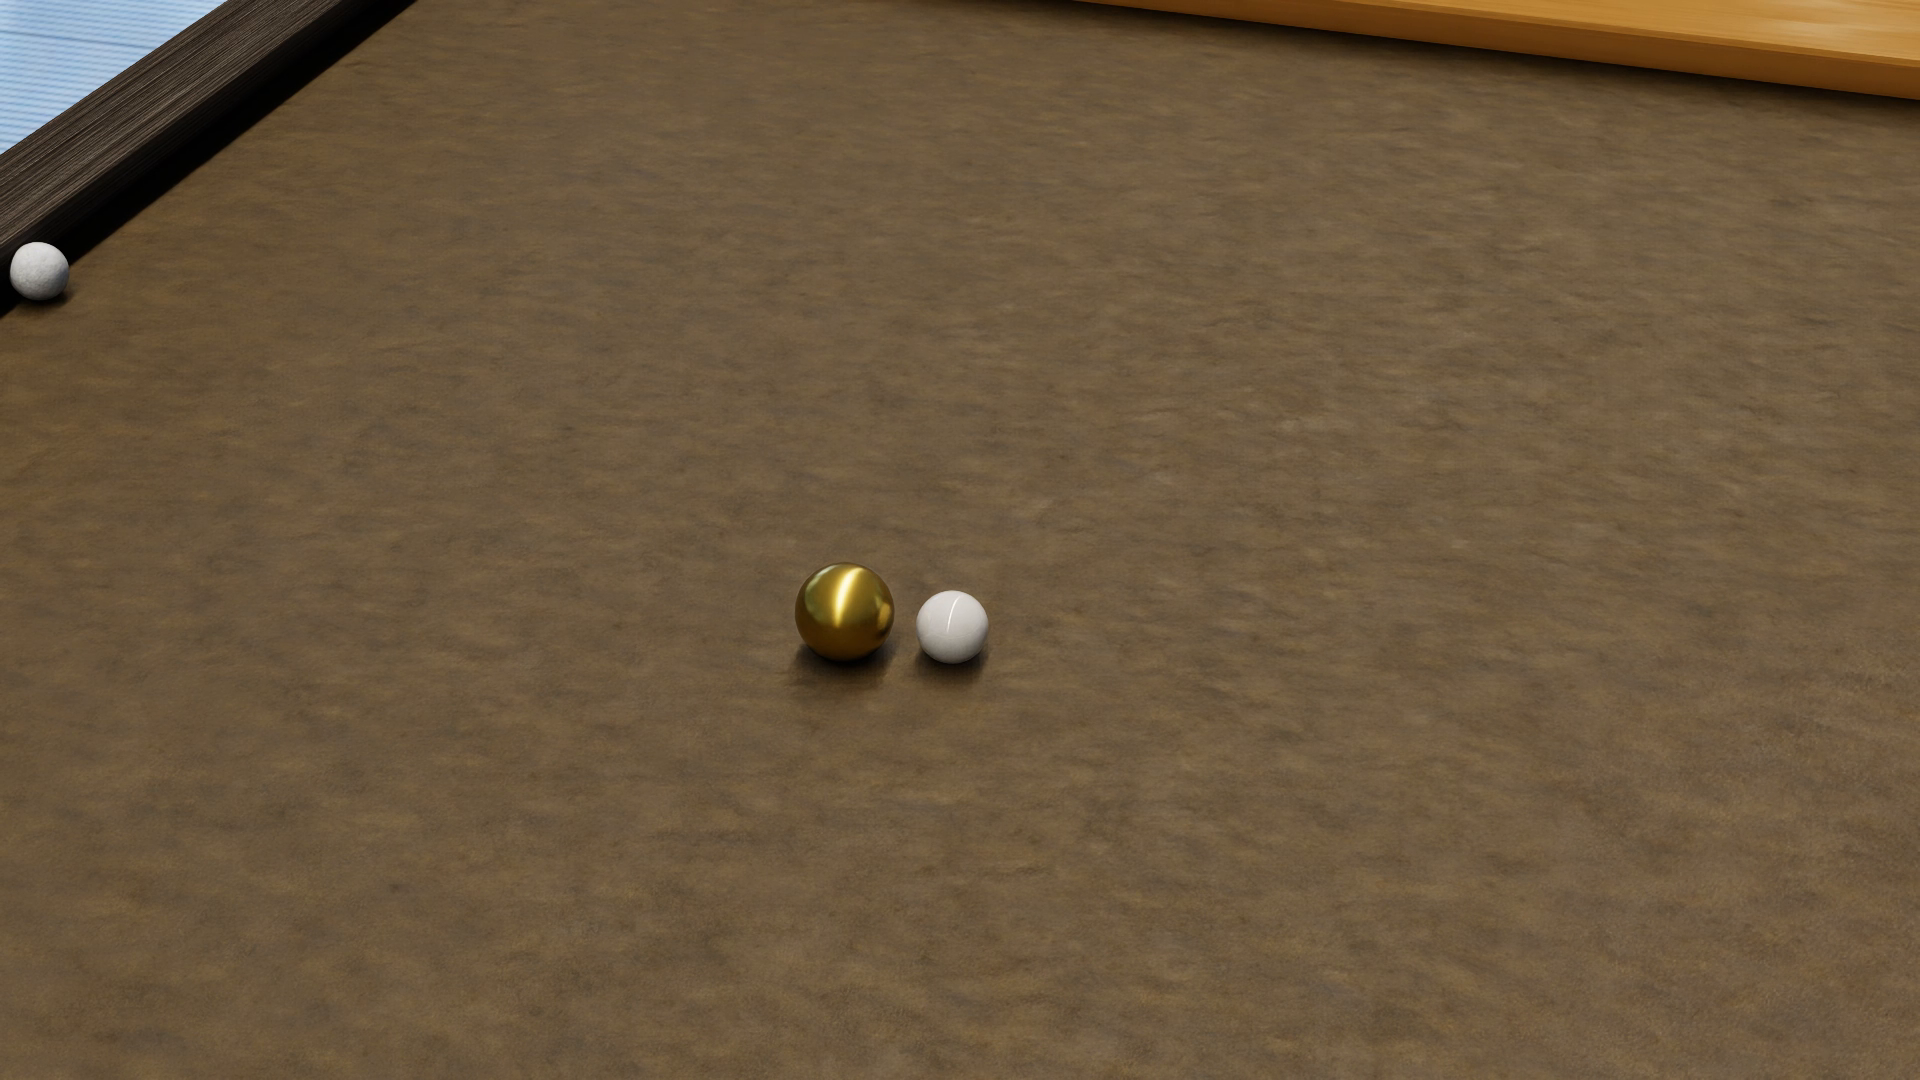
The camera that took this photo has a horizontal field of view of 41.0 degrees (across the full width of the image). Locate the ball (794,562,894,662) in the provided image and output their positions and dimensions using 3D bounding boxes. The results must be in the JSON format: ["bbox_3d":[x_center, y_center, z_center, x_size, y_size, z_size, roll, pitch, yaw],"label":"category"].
[{"bbox_3d":[-0.087,0.054,1.933,0.076,0.076,0.076,0,34,0],"label":"ball"}]

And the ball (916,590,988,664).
[{"bbox_3d":[-0.006,0.066,1.934,0.055,0.055,0.055,0,34,0],"label":"ball"}]

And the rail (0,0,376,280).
[{"bbox_3d":[-0.955,-0.191,2.266,0.045,0.114,2.387,10,35,15],"label":"rail"}]

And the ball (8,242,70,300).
[{"bbox_3d":[-0.867,-0.253,2.415,0.055,0.055,0.055,0,34,0],"label":"ball"}]

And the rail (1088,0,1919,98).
[{"bbox_3d":[1.330,-0.470,2.687,4.102,0.114,0.045,10,35,15],"label":"rail"}]
